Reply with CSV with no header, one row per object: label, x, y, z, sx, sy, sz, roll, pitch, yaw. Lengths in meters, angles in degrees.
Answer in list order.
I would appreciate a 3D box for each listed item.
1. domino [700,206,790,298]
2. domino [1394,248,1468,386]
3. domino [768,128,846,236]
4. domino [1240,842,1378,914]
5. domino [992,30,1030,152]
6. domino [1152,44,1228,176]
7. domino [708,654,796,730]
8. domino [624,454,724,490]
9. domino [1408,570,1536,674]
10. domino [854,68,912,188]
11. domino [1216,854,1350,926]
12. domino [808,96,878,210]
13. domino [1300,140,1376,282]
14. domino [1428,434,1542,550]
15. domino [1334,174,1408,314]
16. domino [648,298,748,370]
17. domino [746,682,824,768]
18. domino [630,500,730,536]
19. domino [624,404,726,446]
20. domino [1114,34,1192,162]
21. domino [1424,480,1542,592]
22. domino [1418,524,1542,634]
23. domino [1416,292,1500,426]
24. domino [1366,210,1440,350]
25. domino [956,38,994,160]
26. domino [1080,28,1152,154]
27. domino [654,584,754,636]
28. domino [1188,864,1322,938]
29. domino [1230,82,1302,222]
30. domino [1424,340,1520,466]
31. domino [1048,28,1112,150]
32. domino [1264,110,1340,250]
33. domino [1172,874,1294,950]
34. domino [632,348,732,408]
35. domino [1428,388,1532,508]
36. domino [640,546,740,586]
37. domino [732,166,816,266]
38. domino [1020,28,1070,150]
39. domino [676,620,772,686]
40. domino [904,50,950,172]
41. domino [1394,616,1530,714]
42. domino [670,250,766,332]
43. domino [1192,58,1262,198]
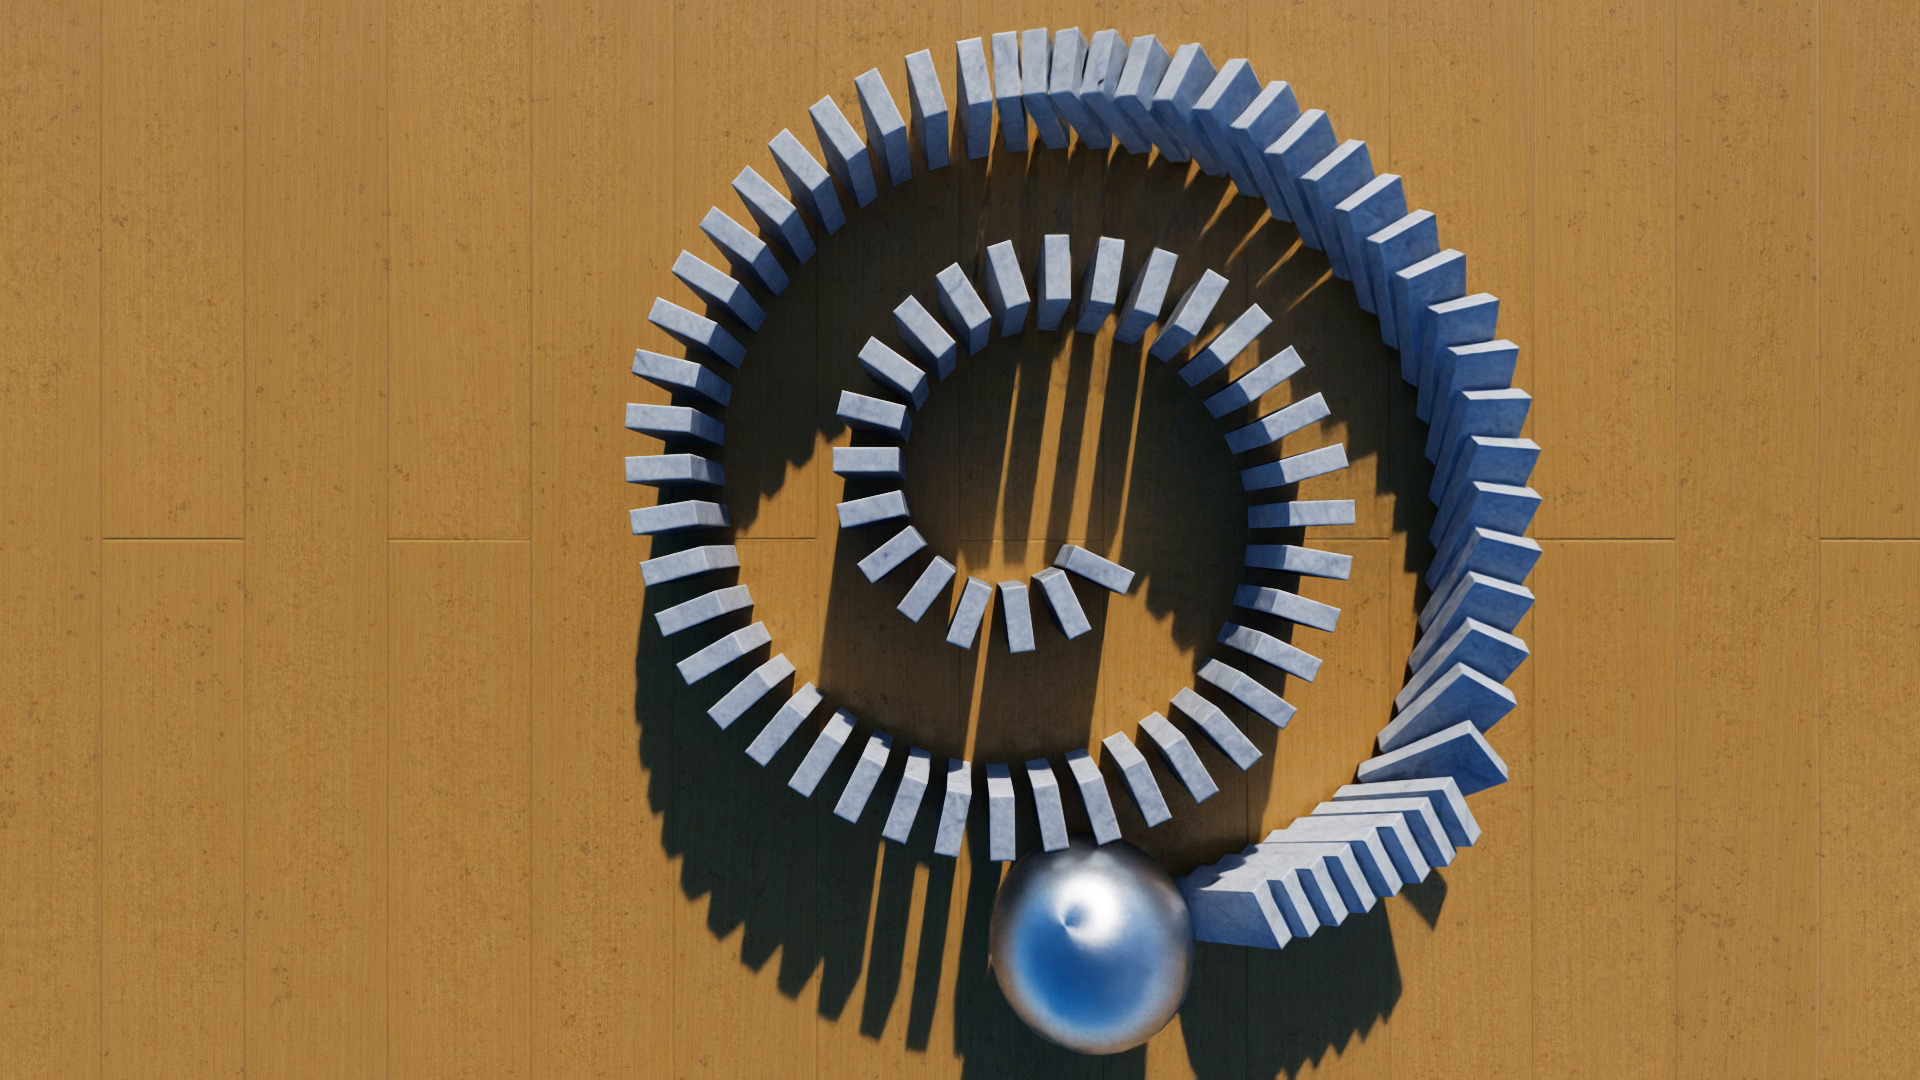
domino,-0.087,-0.117,0.375,0.025,0.050,0.010,36,90,0
domino,0.197,-0.092,0.382,0.025,0.010,0.050,-23,123,0
domino,-0.062,-0.145,0.375,0.009,0.050,0.025,-43,90,0
domino,0.142,0.139,0.377,0.009,0.050,0.025,-27,90,-37
domino,0.021,-0.182,0.375,0.010,0.050,0.025,-3,90,8
domino,0.101,-0.176,0.379,0.010,0.050,0.025,27,90,45
domino,-0.084,0.061,0.375,0.025,0.050,0.009,-41,90,0
domino,-0.115,-0.028,0.375,0.025,0.050,0.010,-3,90,0
domino,0.213,0.038,0.383,0.025,0.009,0.050,17,122,0
domino,-0.031,-0.167,0.375,0.010,0.050,0.025,-27,90,0
domino,0.131,0.143,0.377,0.009,0.050,0.025,-27,90,-37
domino,-0.047,-0.157,0.375,0.010,0.050,0.025,-36,90,0
domino,0.162,-0.136,0.382,0.025,0.009,0.050,-39,125,0
domino,0.218,-0.019,0.383,0.025,0.009,0.050,5,122,0
domino,0.175,-0.123,0.382,0.025,0.010,0.050,-34,124,0
domino,-0.106,-0.084,0.375,0.025,0.050,0.009,24,90,0
domino,-0.071,0.074,0.375,0.009,0.050,0.025,40,90,0
domino,-0.113,-0.009,0.375,0.025,0.050,0.009,-9,90,0
domino,-0.115,-0.047,0.375,0.025,0.050,0.009,4,90,0
domino,0.084,-0.181,0.378,0.010,0.050,0.025,18,90,40
domino,0.217,0.000,0.383,0.025,0.009,0.050,8,122,0
domino,0.216,0.020,0.383,0.025,0.010,0.050,14,122,0
domino,0.207,-0.075,0.383,0.025,0.010,0.050,-13,122,0
domino,0.187,-0.108,0.382,0.025,0.009,0.050,-29,123,0
domino,0.006,-0.179,0.375,0.009,0.050,0.025,-11,90,0
domino,0.067,-0.183,0.377,0.009,0.050,0.025,12,90,34
domino,-0.103,0.028,0.375,0.025,0.050,0.009,-21,90,0
domino,0.120,0.148,0.377,0.010,0.050,0.025,-27,90,-37
domino,0.134,-0.160,0.381,0.025,0.010,0.050,-48,129,0
domino,0.213,-0.057,0.383,0.025,0.009,0.050,-7,122,-1
domino,0.051,-0.183,0.376,0.009,0.050,0.025,6,90,27
domino,0.148,-0.149,0.381,0.025,0.009,0.050,-44,127,0
domino,0.109,0.152,0.377,0.009,0.050,0.025,-27,90,-37
domino,-0.112,-0.066,0.375,0.025,0.050,0.010,14,90,0
domino,0.216,-0.038,0.383,0.025,0.010,0.050,-1,122,0
domino,-0.109,0.010,0.375,0.025,0.050,0.009,-15,90,0
domino,-0.075,-0.131,0.375,0.025,0.050,0.009,41,90,0
domino,0.036,-0.183,0.375,0.009,0.050,0.025,1,90,18
domino,-0.095,0.046,0.375,0.025,0.050,0.009,-30,90,0
domino,-0.013,-0.174,0.375,0.009,0.050,0.025,-17,90,0
domino,0.208,0.057,0.383,0.025,0.010,0.050,24,122,0
domino,-0.097,-0.101,0.375,0.025,0.050,0.009,30,90,0
domino,0.118,-0.170,0.380,0.050,0.010,0.025,37,90,-41
